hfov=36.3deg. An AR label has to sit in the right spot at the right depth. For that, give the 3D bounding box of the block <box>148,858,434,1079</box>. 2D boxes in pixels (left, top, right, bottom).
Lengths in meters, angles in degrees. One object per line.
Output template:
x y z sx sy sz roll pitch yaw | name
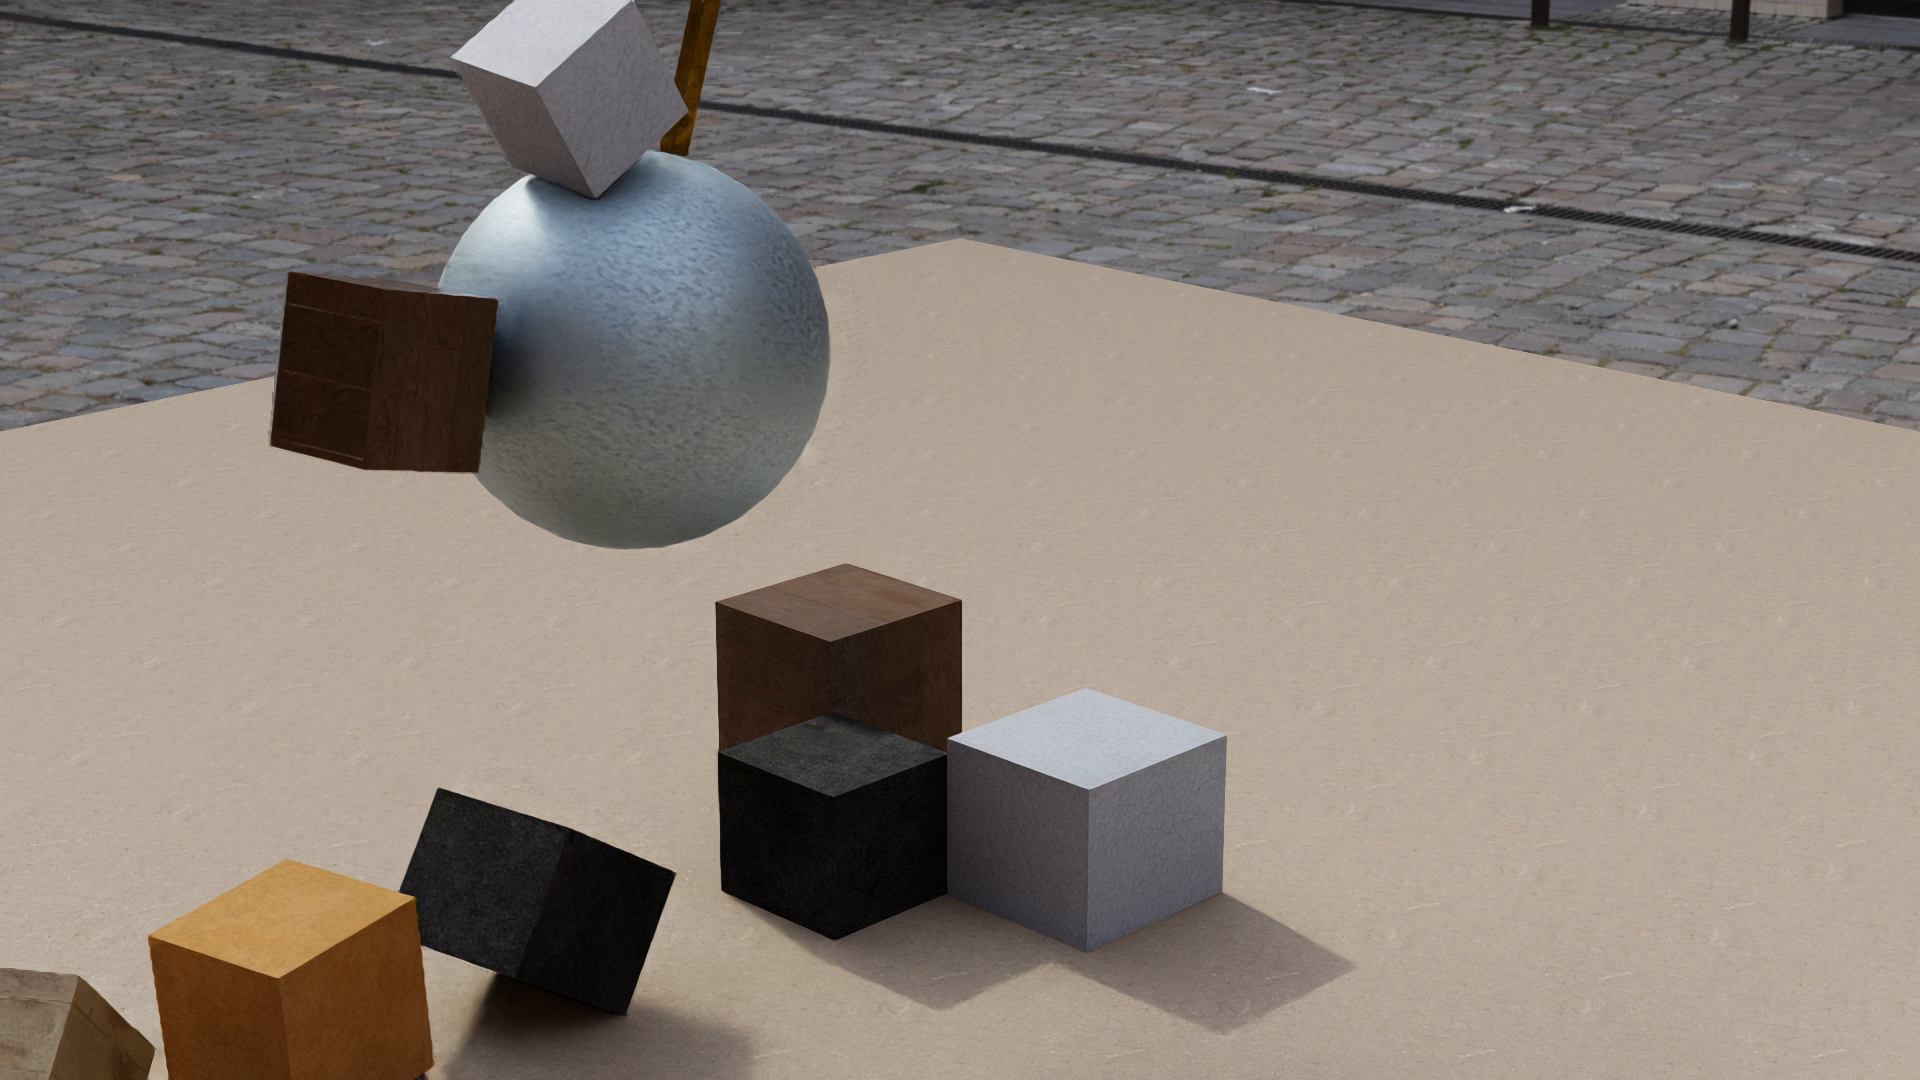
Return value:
-2.576 1.787 11.340 0.686 0.746 0.734 11 24 31 | block

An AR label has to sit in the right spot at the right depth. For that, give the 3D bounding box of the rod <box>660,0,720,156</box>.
-0.571 -4.066 11.466 0.080 5.200 0.080 17 6 42 | rod

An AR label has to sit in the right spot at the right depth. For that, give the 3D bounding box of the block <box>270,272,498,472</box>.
-2.142 -0.623 10.904 0.568 0.653 0.532 13 8 40 | block

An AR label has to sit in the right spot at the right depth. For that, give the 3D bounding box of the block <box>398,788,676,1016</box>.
-1.759 1.488 12.052 0.729 0.622 0.753 12 -13 34 | block

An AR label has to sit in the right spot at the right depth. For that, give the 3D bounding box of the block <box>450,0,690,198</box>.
-1.482 -1.736 11.175 0.521 0.552 0.529 24 62 40 | block

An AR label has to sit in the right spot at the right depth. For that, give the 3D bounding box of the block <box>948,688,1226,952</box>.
0.566 1.236 13.147 0.853 0.759 0.908 17 24 42 | block

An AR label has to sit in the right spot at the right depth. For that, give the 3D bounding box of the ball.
-1.317 -0.759 11.723 1.600 1.600 1.600 0 17 0 | ball

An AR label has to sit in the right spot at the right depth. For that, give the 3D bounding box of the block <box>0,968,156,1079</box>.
-3.419 1.957 10.345 0.763 0.750 0.685 4 61 10 | block

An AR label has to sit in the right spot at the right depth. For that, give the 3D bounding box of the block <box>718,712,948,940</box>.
-0.565 1.271 13.177 0.752 0.674 0.710 16 24 42 | block

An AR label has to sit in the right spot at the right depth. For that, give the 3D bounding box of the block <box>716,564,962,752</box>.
-0.580 0.776 14.182 0.857 1.016 0.813 -17 24 -42 | block
